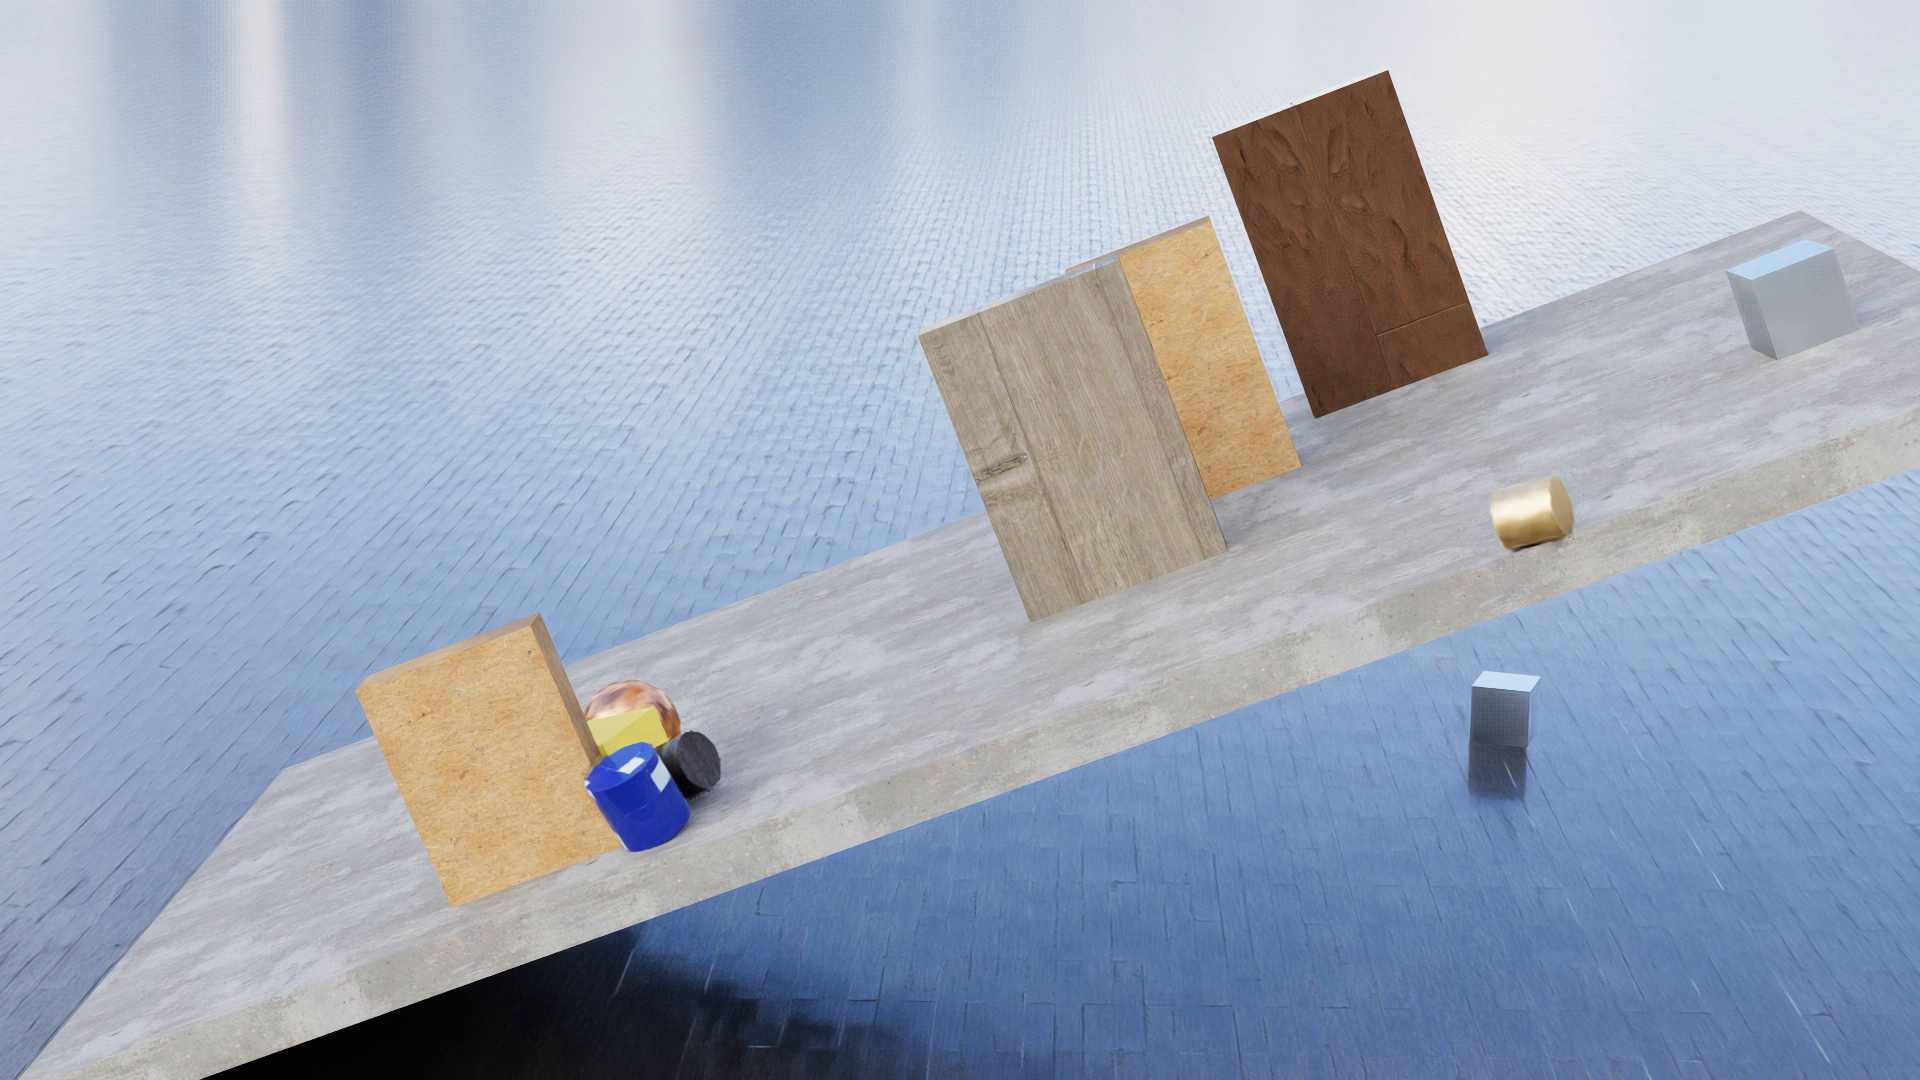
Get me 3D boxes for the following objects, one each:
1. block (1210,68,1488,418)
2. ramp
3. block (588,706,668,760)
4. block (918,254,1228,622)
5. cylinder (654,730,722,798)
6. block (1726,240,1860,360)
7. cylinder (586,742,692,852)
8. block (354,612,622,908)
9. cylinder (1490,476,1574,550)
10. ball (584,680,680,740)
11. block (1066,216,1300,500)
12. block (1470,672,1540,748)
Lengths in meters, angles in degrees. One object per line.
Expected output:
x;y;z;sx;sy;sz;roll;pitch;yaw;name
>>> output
0.899;-0.682;6.789;0.424;0.699;0.087;-20;12;7;block
0.120;0.175;6.294;4.000;0.100;2.000;-20;12;7;ramp
-0.681;0.457;5.762;0.179;0.179;0.179;-14;14;34;block
0.231;-0.203;5.973;0.429;0.636;0.081;-20;12;7;block
-0.544;0.444;5.682;0.117;0.117;0.117;-27;-3;34;cylinder
1.650;-0.477;5.831;0.171;0.171;0.171;-21;12;2;block
-0.604;0.483;5.519;0.146;0.146;0.146;-24;23;11;cylinder
-0.883;0.420;5.594;0.360;0.461;0.098;-20;12;7;block
1.010;-0.049;5.192;0.110;0.110;0.110;-15;5;29;cylinder
-0.672;0.388;5.995;0.204;0.204;0.204;0;13;0;ball
0.489;-0.378;6.452;0.336;0.576;0.106;-20;12;7;block
1.494;0.463;8.060;0.158;0.158;0.158;5;14;21;block
